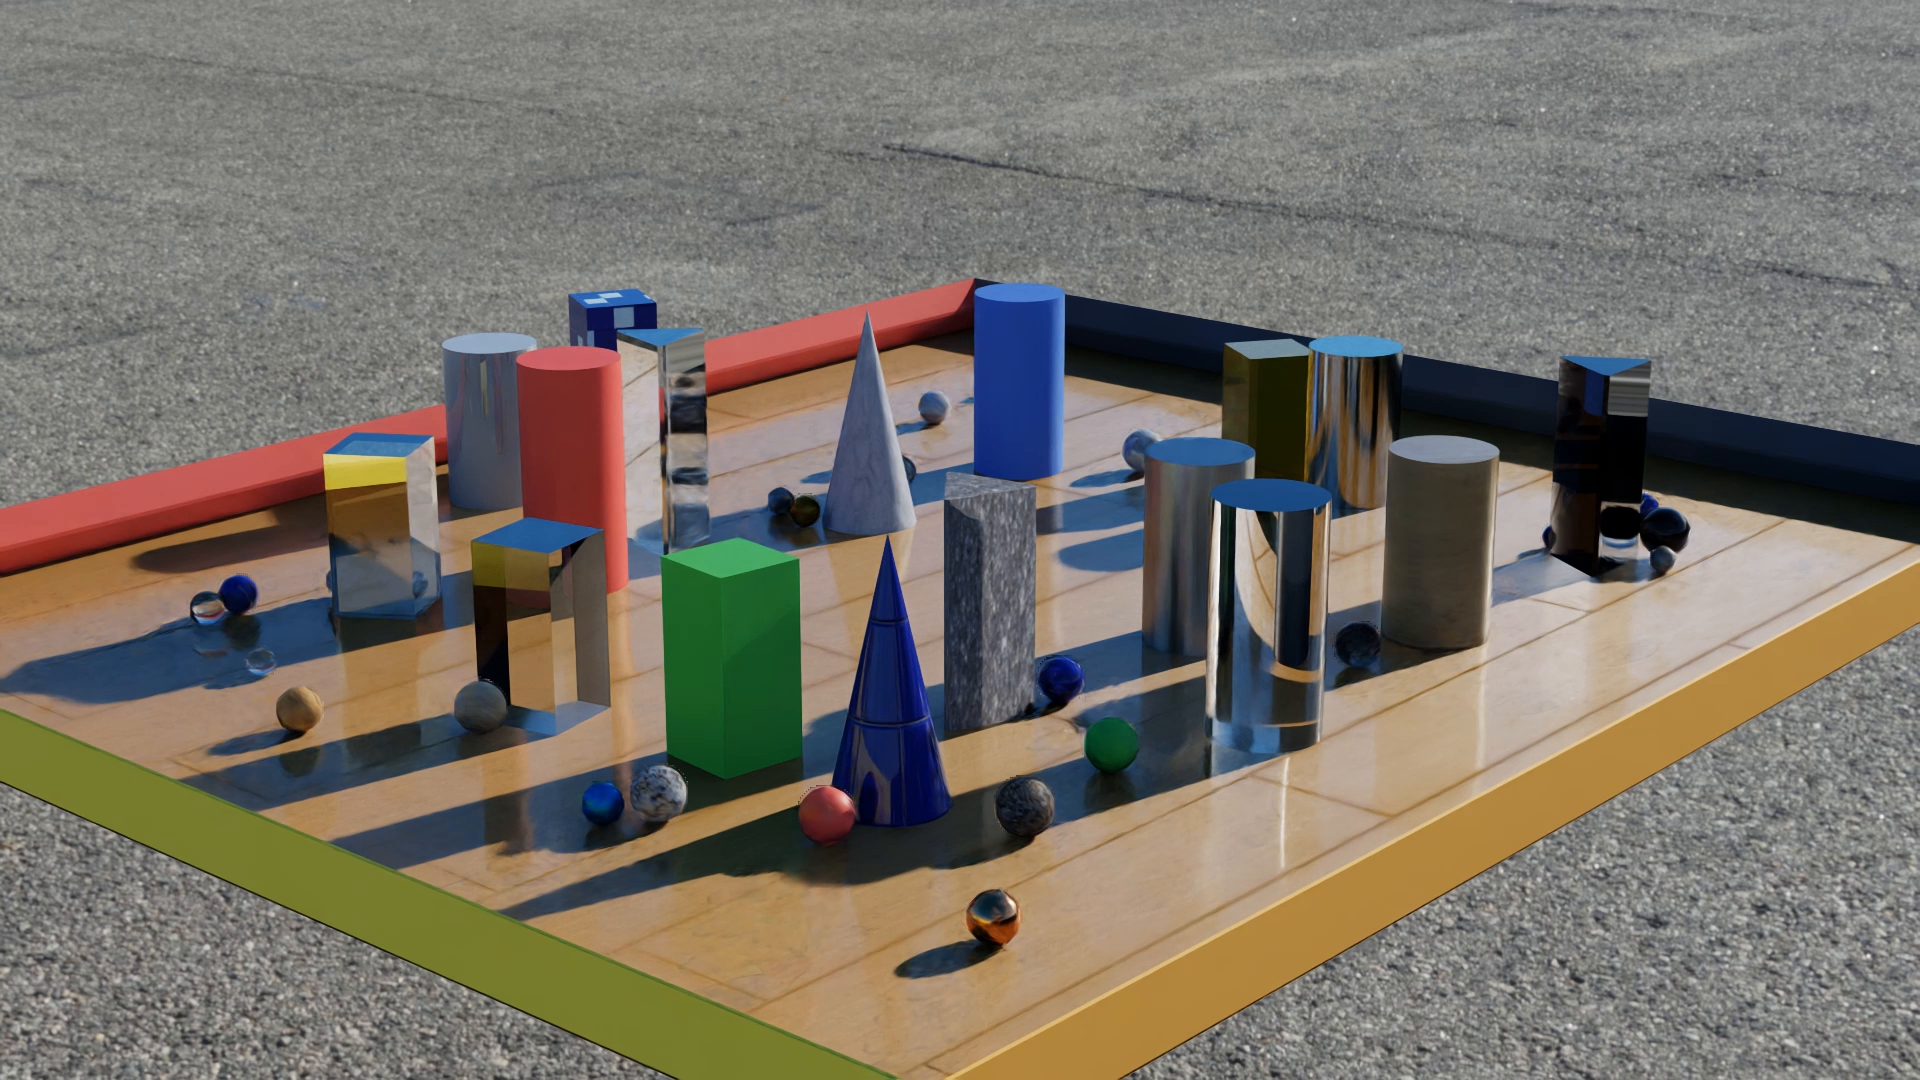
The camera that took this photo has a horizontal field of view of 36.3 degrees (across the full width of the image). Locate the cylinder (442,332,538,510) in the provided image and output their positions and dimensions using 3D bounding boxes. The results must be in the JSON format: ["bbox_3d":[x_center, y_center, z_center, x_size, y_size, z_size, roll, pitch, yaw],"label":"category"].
[{"bbox_3d":[-0.900,-0.230,5.653,0.180,0.307,0.180,0,17,0],"label":"cylinder"}]

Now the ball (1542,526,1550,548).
[{"bbox_3d":[1.088,-0.005,5.362,0.046,0.046,0.046,0,17,0],"label":"ball"}]

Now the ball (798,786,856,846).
[{"bbox_3d":[-0.183,0.379,4.033,0.080,0.080,0.080,0,17,0],"label":"ball"}]

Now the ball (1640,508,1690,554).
[{"bbox_3d":[1.272,-0.014,5.292,0.090,0.090,0.090,0,17,0],"label":"ball"}]

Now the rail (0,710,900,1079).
[{"bbox_3d":[-1.038,0.376,3.977,2.698,0.117,0.045,14,22,39],"label":"rail"}]

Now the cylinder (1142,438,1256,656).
[{"bbox_3d":[0.393,0.009,4.836,0.180,0.323,0.180,0,17,0],"label":"cylinder"}]

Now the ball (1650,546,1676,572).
[{"bbox_3d":[1.254,0.034,5.230,0.047,0.047,0.047,0,17,0],"label":"ball"}]

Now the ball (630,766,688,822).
[{"bbox_3d":[-0.423,0.356,4.111,0.080,0.080,0.080,0,17,0],"label":"ball"}]

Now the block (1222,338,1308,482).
[{"bbox_3d":[0.614,-0.255,5.822,0.144,0.256,0.144,-5,17,-15],"label":"block"}]

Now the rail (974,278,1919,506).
[{"bbox_3d":[1.038,-0.318,6.266,2.698,0.117,0.045,14,22,39],"label":"rail"}]

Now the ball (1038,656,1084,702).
[{"bbox_3d":[0.159,0.218,4.580,0.072,0.072,0.072,0,17,0],"label":"ball"}]

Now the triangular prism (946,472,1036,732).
[{"bbox_3d":[0.015,0.088,4.501,0.156,0.367,0.135,-9,19,-27],"label":"triangular prism"}]

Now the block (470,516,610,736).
[{"bbox_3d":[-0.641,0.130,4.495,0.144,0.289,0.144,9,19,27],"label":"block"}]

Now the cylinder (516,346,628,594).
[{"bbox_3d":[-0.675,-0.120,5.117,0.180,0.406,0.180,0,17,0],"label":"cylinder"}]

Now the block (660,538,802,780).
[{"bbox_3d":[-0.336,0.172,4.324,0.144,0.308,0.144,-15,22,-40],"label":"block"}]

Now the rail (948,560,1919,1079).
[{"bbox_3d":[1.001,0.281,4.290,0.045,0.117,3.214,14,22,39],"label":"rail"}]

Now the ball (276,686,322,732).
[{"bbox_3d":[-1.004,0.258,4.453,0.069,0.069,0.069,0,17,0],"label":"ball"}]

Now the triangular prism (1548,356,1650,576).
[{"bbox_3d":[1.125,-0.140,5.250,0.135,0.368,0.156,14,22,38],"label":"triangular prism"}]

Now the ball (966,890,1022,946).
[{"bbox_3d":[0.043,0.479,3.720,0.071,0.071,0.071,0,17,0],"label":"ball"}]

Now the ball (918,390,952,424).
[{"bbox_3d":[-0.053,-0.283,6.234,0.070,0.070,0.070,0,17,0],"label":"ball"}]

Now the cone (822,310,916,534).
[{"bbox_3d":[-0.171,-0.232,5.481,0.180,0.411,0.180,0,17,0],"label":"cone"}]

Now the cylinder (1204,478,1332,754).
[{"bbox_3d":[0.462,0.112,4.405,0.180,0.375,0.180,0,17,0],"label":"cylinder"}]

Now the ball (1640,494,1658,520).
[{"bbox_3d":[1.296,-0.063,5.545,0.049,0.049,0.049,0,17,0],"label":"ball"}]

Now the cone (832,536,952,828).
[{"bbox_3d":[-0.100,0.183,4.122,0.180,0.404,0.180,0,17,0],"label":"cone"}]

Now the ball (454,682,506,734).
[{"bbox_3d":[-0.728,0.254,4.449,0.079,0.079,0.079,0,17,0],"label":"ball"}]

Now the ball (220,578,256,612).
[{"bbox_3d":[-1.231,0.093,5.004,0.059,0.059,0.059,0,17,0],"label":"ball"}]

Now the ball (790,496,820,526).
[{"bbox_3d":[-0.291,-0.054,5.500,0.059,0.059,0.059,0,17,0],"label":"ball"}]

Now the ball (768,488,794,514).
[{"bbox_3d":[-0.341,-0.074,5.578,0.052,0.052,0.052,0,17,0],"label":"ball"}]

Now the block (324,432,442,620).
[{"bbox_3d":[-0.984,-0.025,5.010,0.144,0.286,0.144,3,17,9],"label":"block"}]

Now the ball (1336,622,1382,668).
[{"bbox_3d":[0.643,0.170,4.735,0.074,0.074,0.074,0,17,0],"label":"ball"}]

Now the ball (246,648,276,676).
[{"bbox_3d":[-1.120,0.196,4.698,0.046,0.046,0.046,0,17,0],"label":"ball"}]

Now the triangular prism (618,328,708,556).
[{"bbox_3d":[-0.522,-0.185,5.356,0.135,0.394,0.156,-12,20,-34],"label":"triangular prism"}]

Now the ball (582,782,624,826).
[{"bbox_3d":[-0.500,0.369,4.103,0.059,0.059,0.059,0,17,0],"label":"ball"}]

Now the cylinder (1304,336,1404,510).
[{"bbox_3d":[0.758,-0.227,5.656,0.180,0.300,0.180,0,17,0],"label":"cylinder"}]

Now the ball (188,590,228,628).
[{"bbox_3d":[-1.268,0.116,4.940,0.065,0.065,0.065,0,17,0],"label":"ball"}]

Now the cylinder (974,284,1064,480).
[{"bbox_3d":[0.118,-0.318,5.851,0.180,0.360,0.180,0,17,0],"label":"cylinder"}]

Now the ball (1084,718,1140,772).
[{"bbox_3d":[0.222,0.300,4.293,0.081,0.081,0.081,0,17,0],"label":"ball"}]

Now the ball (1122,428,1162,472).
[{"bbox_3d":[0.368,-0.179,5.865,0.086,0.086,0.086,0,17,0],"label":"ball"}]

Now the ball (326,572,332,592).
[{"bbox_3d":[-1.075,0.071,5.083,0.049,0.049,0.049,0,17,0],"label":"ball"}]

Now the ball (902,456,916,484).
[{"bbox_3d":[-0.117,-0.135,5.762,0.061,0.061,0.061,0,17,0],"label":"ball"}]

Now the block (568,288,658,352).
[{"bbox_3d":[-0.701,-0.331,5.954,0.144,0.326,0.144,-7,18,-21],"label":"block"}]

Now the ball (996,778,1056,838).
[{"bbox_3d":[0.090,0.370,4.059,0.083,0.083,0.083,0,17,0],"label":"ball"}]

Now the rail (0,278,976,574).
[{"bbox_3d":[-1.001,-0.223,5.953,0.045,0.117,3.214,14,22,39],"label":"rail"}]

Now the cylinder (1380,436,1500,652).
[{"bbox_3d":[0.794,0.004,4.858,0.180,0.320,0.180,0,17,0],"label":"cylinder"}]
